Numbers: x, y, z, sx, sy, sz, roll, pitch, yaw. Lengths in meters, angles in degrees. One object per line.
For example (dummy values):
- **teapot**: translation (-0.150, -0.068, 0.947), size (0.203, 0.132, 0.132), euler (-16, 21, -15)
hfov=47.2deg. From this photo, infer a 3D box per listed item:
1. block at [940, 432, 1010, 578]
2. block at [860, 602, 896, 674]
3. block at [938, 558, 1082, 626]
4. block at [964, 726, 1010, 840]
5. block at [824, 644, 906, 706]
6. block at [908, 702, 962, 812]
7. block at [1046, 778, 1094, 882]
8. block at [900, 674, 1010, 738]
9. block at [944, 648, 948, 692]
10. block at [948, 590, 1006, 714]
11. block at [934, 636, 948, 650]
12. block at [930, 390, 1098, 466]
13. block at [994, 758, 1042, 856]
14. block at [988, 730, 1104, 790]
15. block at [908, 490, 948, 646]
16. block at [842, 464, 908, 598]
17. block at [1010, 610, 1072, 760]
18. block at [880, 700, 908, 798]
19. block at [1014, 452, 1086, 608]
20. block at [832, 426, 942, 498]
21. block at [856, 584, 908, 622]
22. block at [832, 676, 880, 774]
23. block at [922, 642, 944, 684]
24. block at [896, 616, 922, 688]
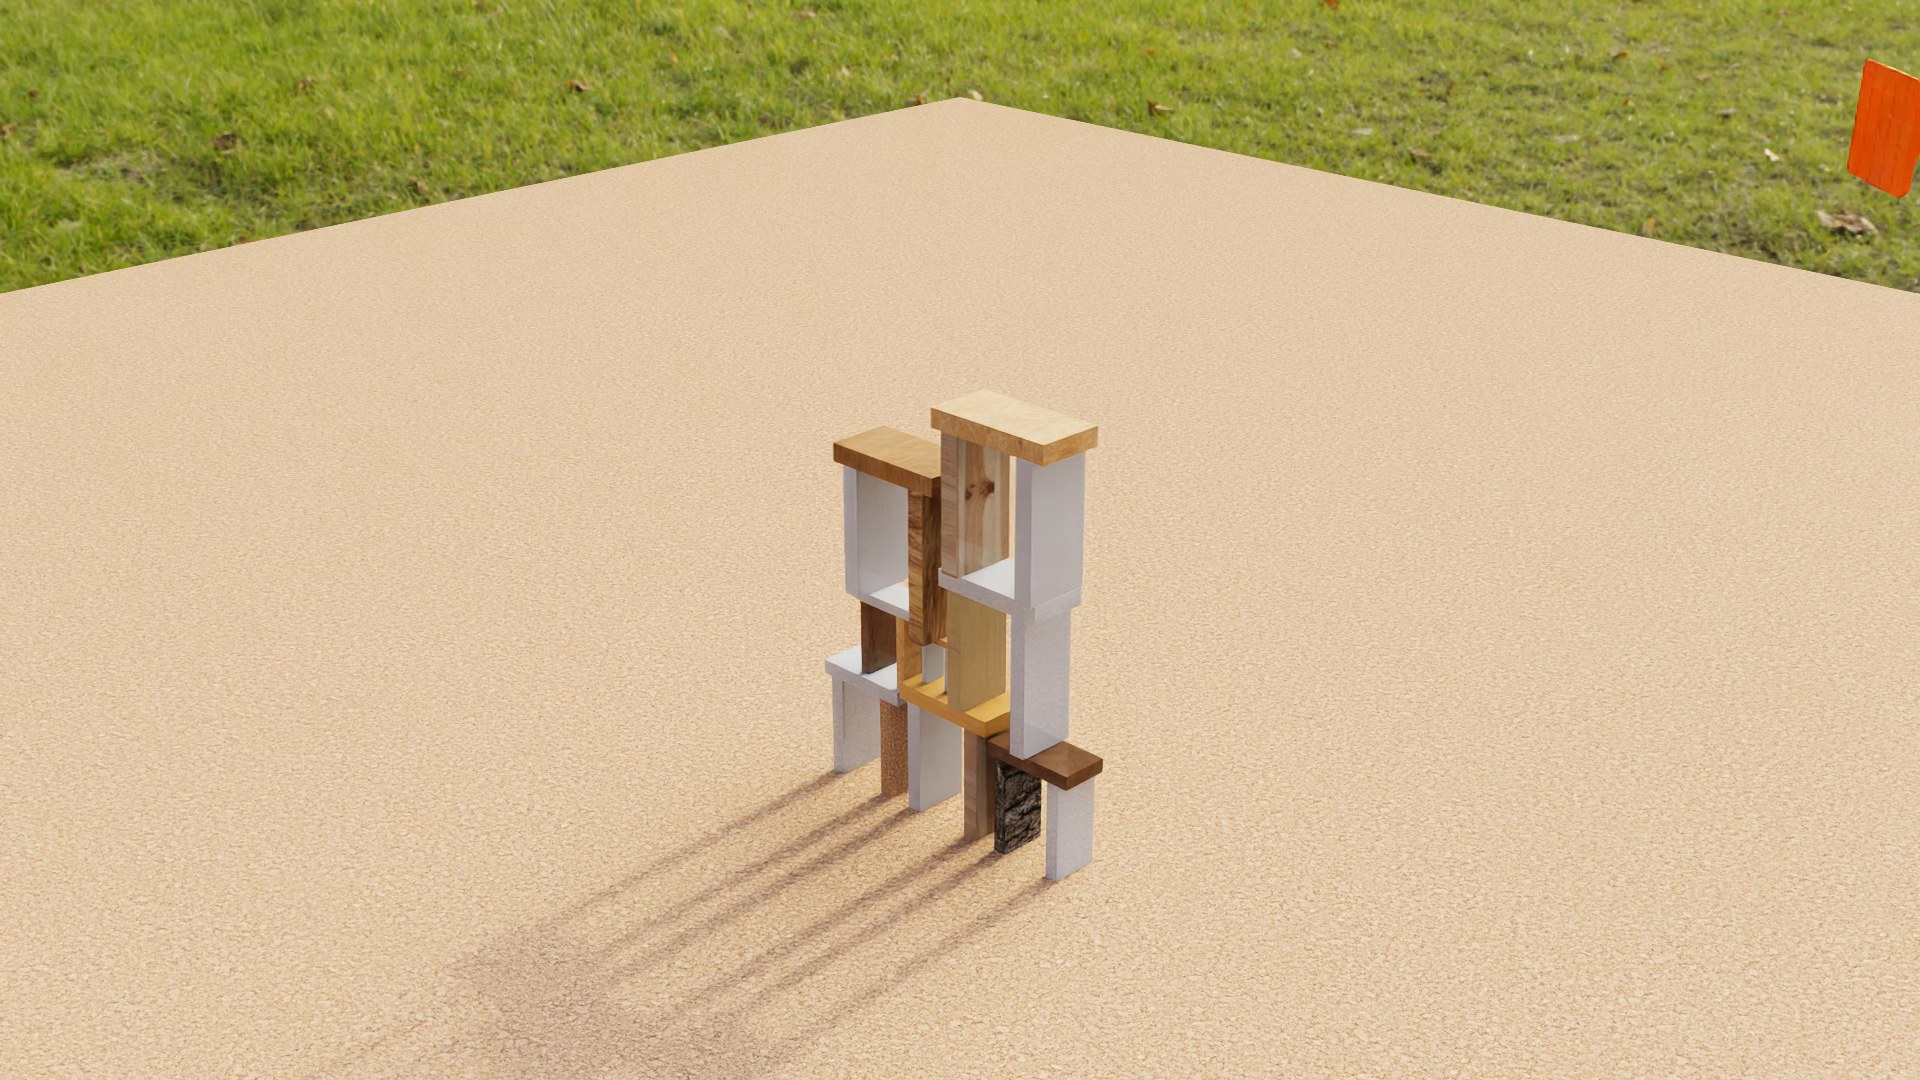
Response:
- **block**: translation (0.030, -0.083, 4.152), size (0.041, 0.286, 0.143), euler (21, 31, 41)
- **block**: translation (-0.165, 0.187, 4.481), size (0.079, 0.158, 0.022), euler (-21, 31, -41)
- **block**: translation (0.093, 0.088, 4.160), size (0.253, 0.036, 0.126), euler (21, 31, 41)
- **block**: translation (0.062, 0.465, 4.358), size (0.034, 0.239, 0.120), euler (21, 31, 41)
- **block**: translation (-0.164, 0.276, 4.513), size (0.109, 0.031, 0.218), euler (-21, 31, -41)
- **block**: translation (-0.050, 0.421, 4.462), size (0.034, 0.239, 0.120), euler (21, 31, 41)
- **block**: translation (0.211, 0.542, 4.220), size (0.029, 0.206, 0.103), euler (21, 31, 41)
- **block**: translation (0.006, 0.317, 4.357), size (0.239, 0.034, 0.120), euler (21, 31, 41)
- **block**: translation (-0.009, 0.251, 4.346), size (0.048, 0.096, 0.014), euler (-21, 31, -40)
- **block**: translation (0.033, 0.198, 4.271), size (0.036, 0.253, 0.126), euler (21, 31, 41)
- **block**: translation (-0.032, 0.192, 4.345), size (0.048, 0.014, 0.096), euler (-21, 31, -40)
- **block**: translation (0.097, -0.208, 4.027), size (0.286, 0.041, 0.143), euler (21, 31, 41)
- **block**: translation (0.114, 0.504, 4.309), size (0.029, 0.206, 0.103), euler (21, 31, 41)
- **block**: translation (0.163, 0.415, 4.218), size (0.206, 0.029, 0.103), euler (21, 31, 40)
- **block**: translation (-0.037, 0.037, 4.283), size (0.138, 0.321, 0.039), euler (-21, 31, -40)
- **block**: translation (-0.167, -0.035, 4.393), size (0.039, 0.275, 0.138), euler (21, 31, 41)
- **block**: translation (0.152, 0.262, 4.169), size (0.126, 0.291, 0.036), euler (-21, 31, -40)
- **block**: translation (-0.113, 0.410, 4.515), size (0.031, 0.218, 0.109), euler (21, 31, 41)
- **block**: translation (0.165, -0.031, 4.028), size (0.041, 0.286, 0.143), euler (21, 31, 41)
- **block**: translation (-0.103, -0.154, 4.272), size (0.275, 0.039, 0.138), euler (21, 31, 40)
- **block**: translation (-0.128, 0.119, 4.412), size (0.079, 0.022, 0.158), euler (-21, 31, -40)
- **block**: translation (-0.215, 0.370, 4.609), size (0.031, 0.218, 0.109), euler (21, 31, 41)
- **block**: translation (-0.054, 0.233, 4.388), size (0.048, 0.096, 0.014), euler (-21, 31, -41)
- **block**: translation (-0.091, 0.216, 4.413), size (0.079, 0.158, 0.022), euler (-21, 31, -40)
